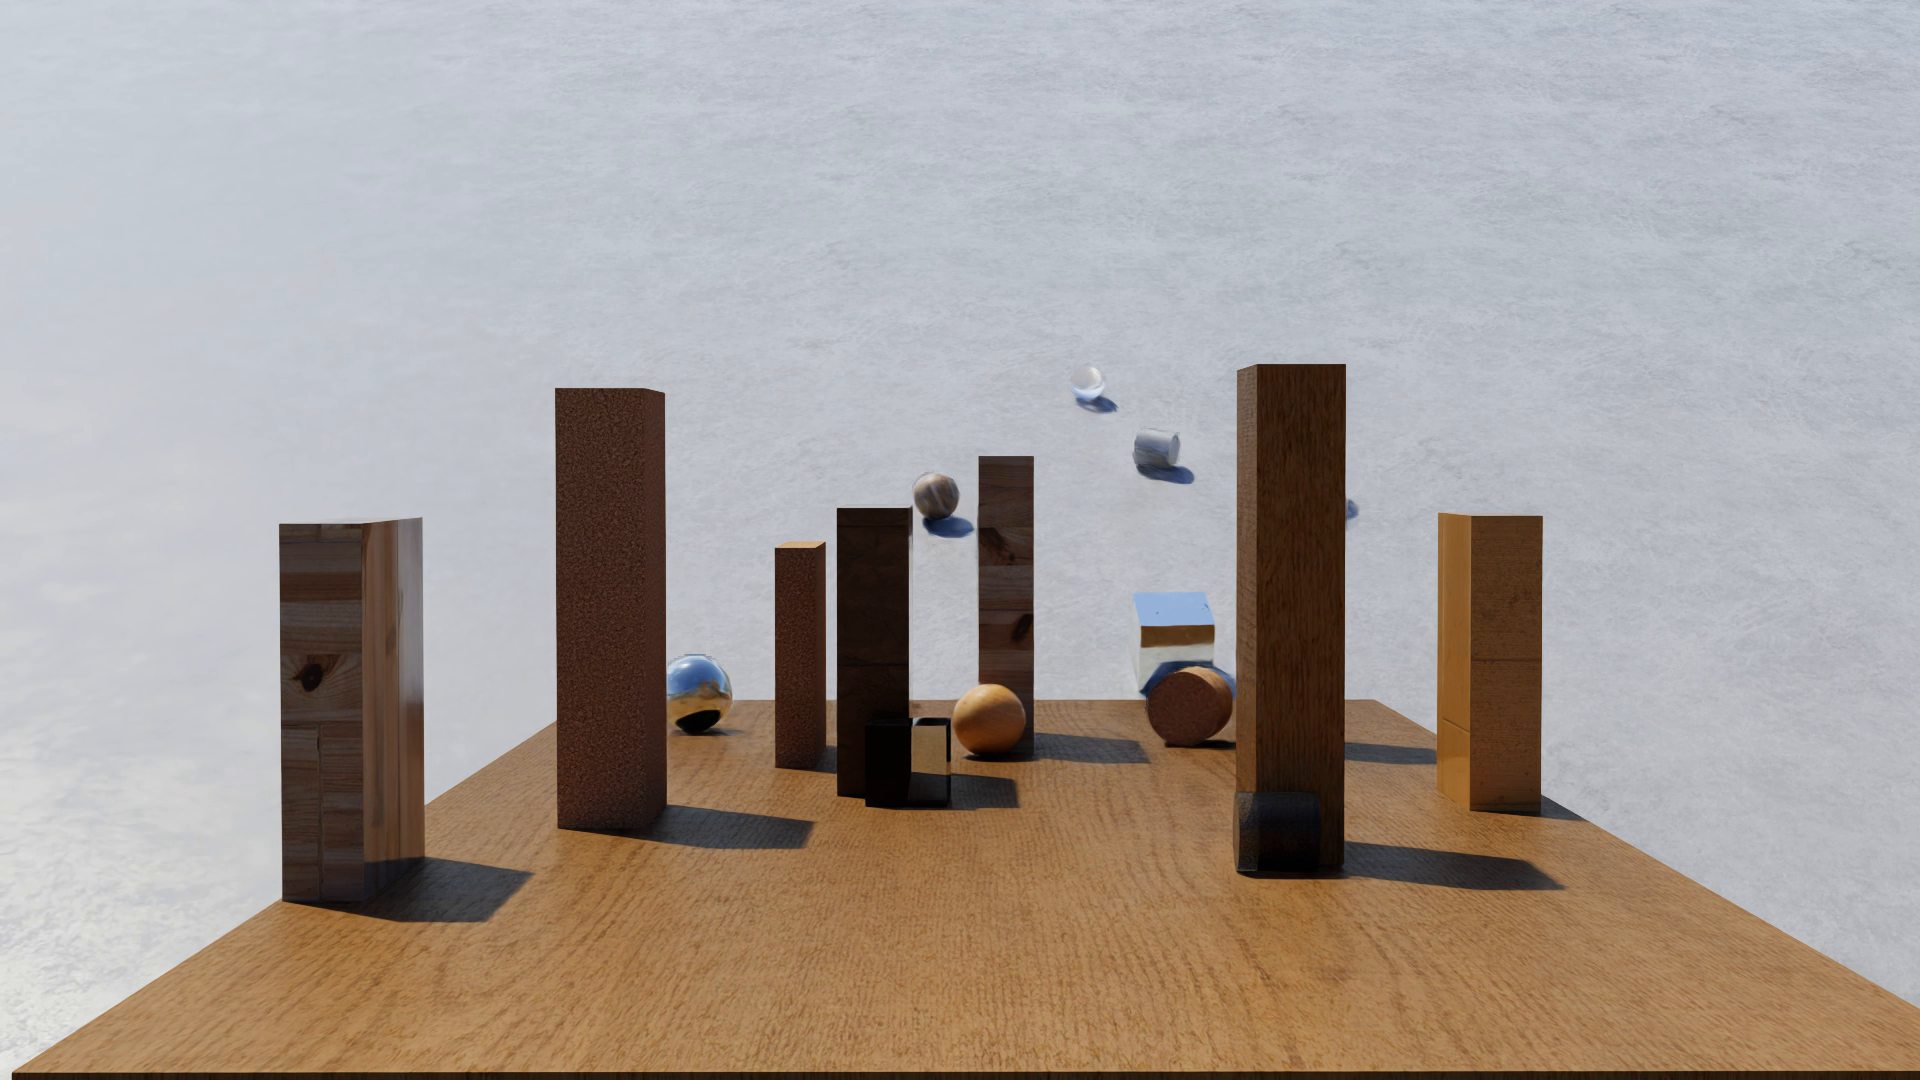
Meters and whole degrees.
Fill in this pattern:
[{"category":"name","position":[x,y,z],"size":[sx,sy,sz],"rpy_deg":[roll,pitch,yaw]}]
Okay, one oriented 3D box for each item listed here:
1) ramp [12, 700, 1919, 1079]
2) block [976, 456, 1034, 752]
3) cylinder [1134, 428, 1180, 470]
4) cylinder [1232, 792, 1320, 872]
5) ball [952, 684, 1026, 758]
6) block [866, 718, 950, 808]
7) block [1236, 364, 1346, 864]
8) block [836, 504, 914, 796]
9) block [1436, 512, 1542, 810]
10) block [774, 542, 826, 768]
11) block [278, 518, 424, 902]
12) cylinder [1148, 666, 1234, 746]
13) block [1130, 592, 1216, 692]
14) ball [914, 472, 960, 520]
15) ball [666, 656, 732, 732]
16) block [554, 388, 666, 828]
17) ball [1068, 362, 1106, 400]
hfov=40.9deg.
[{"category":"ramp","position":[0.057,0.516,4.556],"size":[2.000,0.100,4.000],"rpy_deg":[0,2,0]},{"category":"block","position":[0.095,0.128,5.556],"size":[0.115,0.616,0.415],"rpy_deg":[0,2,0]},{"category":"cylinder","position":[0.619,-0.285,8.115],"size":[0.114,0.114,0.114],"rpy_deg":[11,27,22]},{"category":"cylinder","position":[0.467,0.430,3.807],"size":[0.117,0.117,0.117],"rpy_deg":[0,25,1]},{"category":"ball","position":[0.060,0.369,5.280],"size":[0.151,0.151,0.151],"rpy_deg":[0,25,0]},{"category":"block","position":[-0.091,0.394,4.585],"size":[0.143,0.143,0.143],"rpy_deg":[0,2,3]},{"category":"block","position":[0.510,0.108,3.994],"size":[0.133,0.750,0.275],"rpy_deg":[0,2,0]},{"category":"block","position":[-0.157,0.196,4.861],"size":[0.131,0.522,0.413],"rpy_deg":[0,2,0]},{"category":"block","position":[0.943,0.209,4.606],"size":[0.124,0.511,0.306],"rpy_deg":[0,2,0]},{"category":"block","position":[-0.326,0.227,5.296],"size":[0.080,0.435,0.415],"rpy_deg":[0,2,0]},{"category":"block","position":[-0.877,0.231,3.744],"size":[0.113,0.520,0.406],"rpy_deg":[0,2,0]},{"category":"cylinder","position":[0.496,0.357,5.544],"size":[0.157,0.157,0.157],"rpy_deg":[7,4,16]},{"category":"block","position":[0.562,0.269,6.835],"size":[0.194,0.194,0.194],"rpy_deg":[-1,25,-3]},{"category":"ball","position":[-0.071,-0.132,7.758],"size":[0.141,0.141,0.141],"rpy_deg":[0,25,0]},{"category":"ball","position":[-0.596,0.345,5.792],"size":[0.169,0.169,0.169],"rpy_deg":[0,25,0]},{"category":"block","position":[-0.592,0.109,4.395],"size":[0.147,0.726,0.305],"rpy_deg":[0,2,0]},{"category":"ball","position":[0.427,-0.532,8.634],"size":[0.125,0.125,0.125],"rpy_deg":[0,25,0]}]
